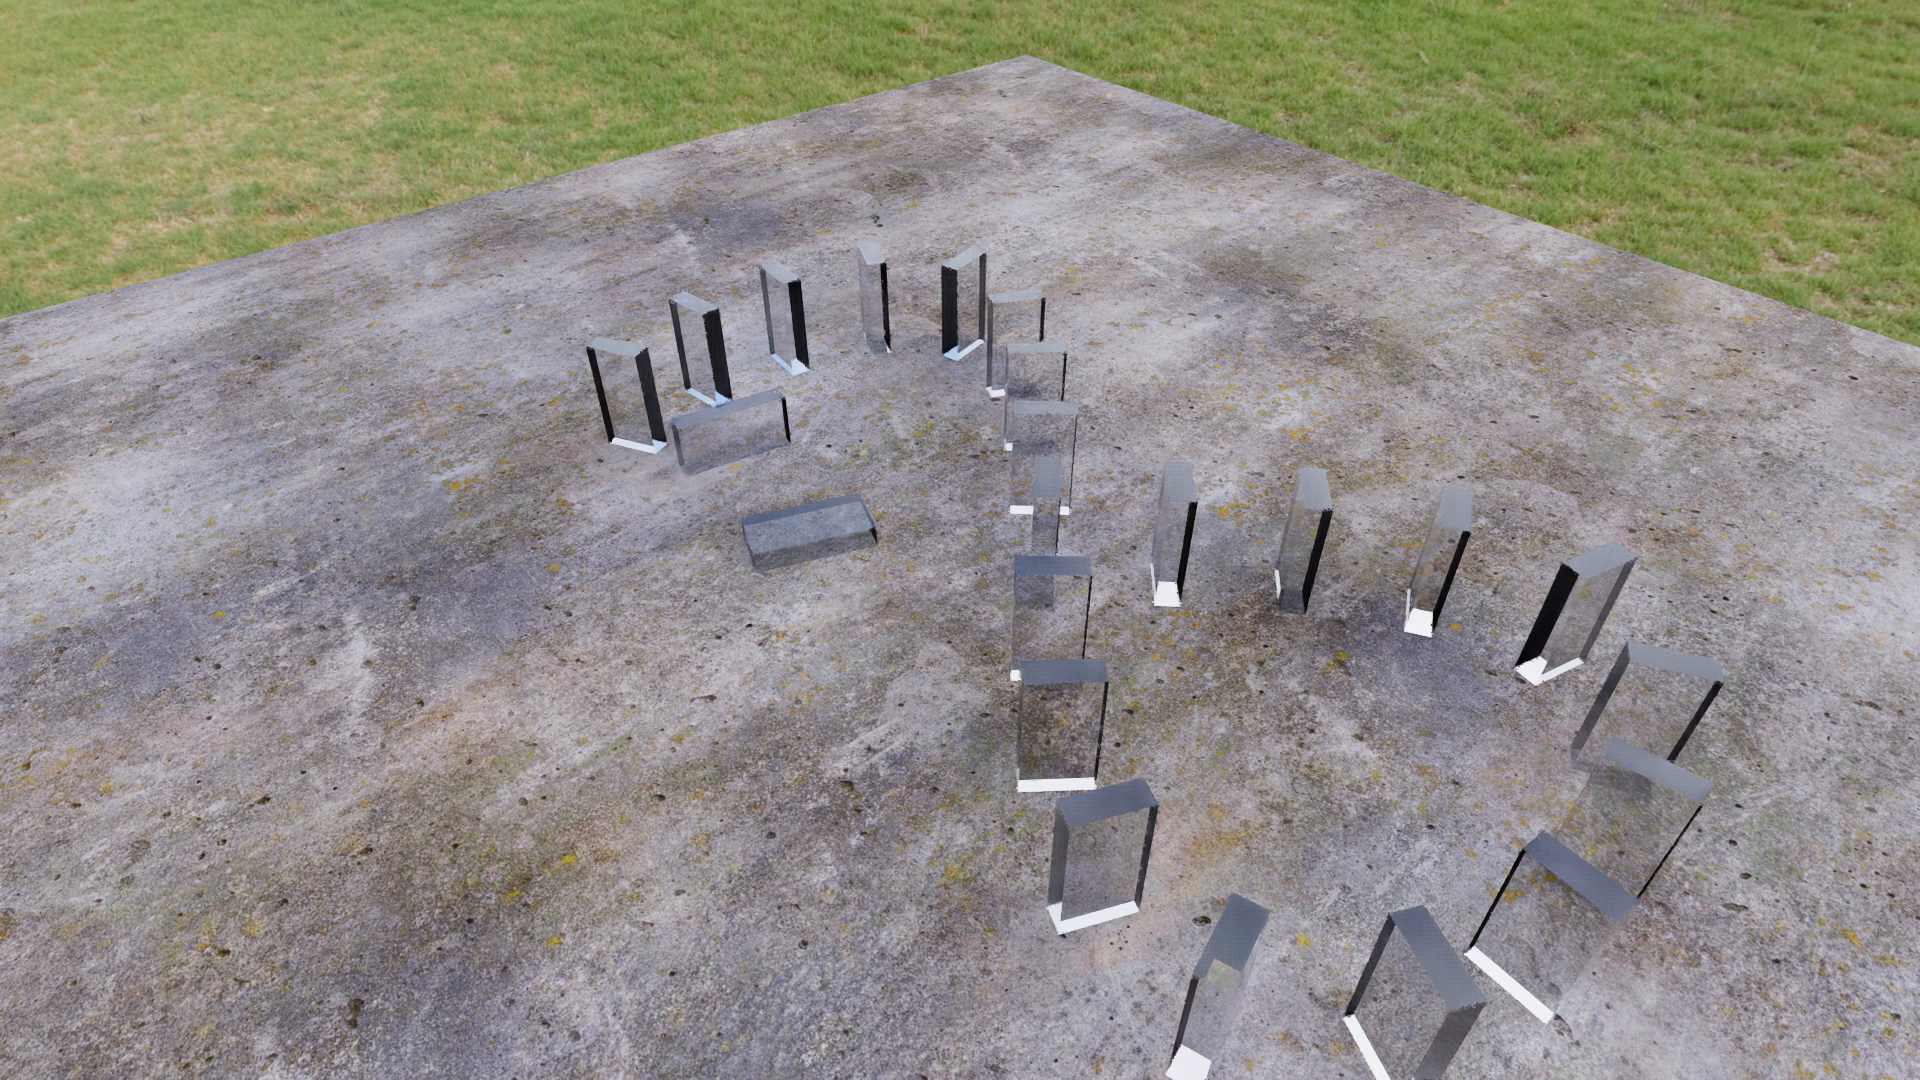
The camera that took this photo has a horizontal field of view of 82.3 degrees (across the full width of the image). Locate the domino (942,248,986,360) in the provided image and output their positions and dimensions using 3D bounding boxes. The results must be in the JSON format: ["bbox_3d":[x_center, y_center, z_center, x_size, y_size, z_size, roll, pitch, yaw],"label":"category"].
[{"bbox_3d":[0.002,-0.119,0.557,0.009,0.050,0.025,24,45,26],"label":"domino"}]

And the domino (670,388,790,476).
[{"bbox_3d":[-0.101,-0.048,0.490,0.050,0.025,0.009,-21,44,-24],"label":"domino"}]

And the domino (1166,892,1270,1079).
[{"bbox_3d":[0.064,0.113,0.273,0.009,0.050,0.025,22,44,24],"label":"domino"}]

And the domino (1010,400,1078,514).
[{"bbox_3d":[0.034,-0.033,0.452,0.025,0.050,0.010,1,39,2],"label":"domino"}]

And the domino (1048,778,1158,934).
[{"bbox_3d":[0.039,0.088,0.304,0.025,0.050,0.009,-11,41,-13],"label":"domino"}]

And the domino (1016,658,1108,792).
[{"bbox_3d":[0.031,0.058,0.341,0.025,0.050,0.010,-2,39,-2],"label":"domino"}]

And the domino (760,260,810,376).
[{"bbox_3d":[-0.087,-0.110,0.546,0.009,0.050,0.025,-24,45,-26],"label":"domino"}]

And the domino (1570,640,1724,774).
[{"bbox_3d":[0.213,0.055,0.344,0.025,0.050,0.009,13,41,16],"label":"domino"}]

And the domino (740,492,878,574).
[{"bbox_3d":[-0.061,-0.003,0.448,0.050,0.010,0.025,-13,41,-15],"label":"domino"}]

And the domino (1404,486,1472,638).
[{"bbox_3d":[0.174,0.008,0.401,0.009,0.050,0.025,13,41,15],"label":"domino"}]

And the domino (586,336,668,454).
[{"bbox_3d":[-0.148,-0.064,0.490,0.025,0.050,0.010,14,41,16],"label":"domino"}]

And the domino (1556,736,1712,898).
[{"bbox_3d":[0.188,0.081,0.312,0.025,0.050,0.009,28,47,30],"label":"domino"}]

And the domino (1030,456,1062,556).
[{"bbox_3d":[0.032,-0.004,0.416,0.009,0.050,0.025,3,39,3],"label":"domino"}]

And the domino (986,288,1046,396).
[{"bbox_3d":[0.026,-0.094,0.526,0.025,0.050,0.010,-9,40,-11],"label":"domino"}]

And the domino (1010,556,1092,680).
[{"bbox_3d":[0.031,0.028,0.378,0.025,0.050,0.010,1,39,1],"label":"domino"}]

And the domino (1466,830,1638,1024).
[{"bbox_3d":[0.153,0.102,0.287,0.010,0.050,0.025,-25,45,-27],"label":"domino"}]

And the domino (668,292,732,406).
[{"bbox_3d":[-0.122,-0.090,0.521,0.025,0.050,0.009,29,48,31],"label":"domino"}]

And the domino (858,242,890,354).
[{"bbox_3d":[-0.044,-0.123,0.562,0.010,0.050,0.025,-10,40,-12],"label":"domino"}]

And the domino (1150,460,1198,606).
[{"bbox_3d":[0.080,-0.002,0.414,0.010,0.050,0.025,2,39,3],"label":"domino"}]

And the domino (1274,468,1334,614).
[{"bbox_3d":[0.128,0.001,0.411,0.009,0.050,0.025,5,40,7],"label":"domino"}]

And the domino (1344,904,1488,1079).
[{"bbox_3d":[0.110,0.116,0.270,0.009,0.050,0.025,-9,40,-11],"label":"domino"}]

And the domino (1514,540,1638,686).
[{"bbox_3d":[0.212,0.026,0.380,0.025,0.050,0.009,-18,43,-21],"label":"domino"}]

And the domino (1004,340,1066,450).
[{"bbox_3d":[0.033,-0.064,0.489,0.025,0.050,0.009,-3,39,-3],"label":"domino"}]
